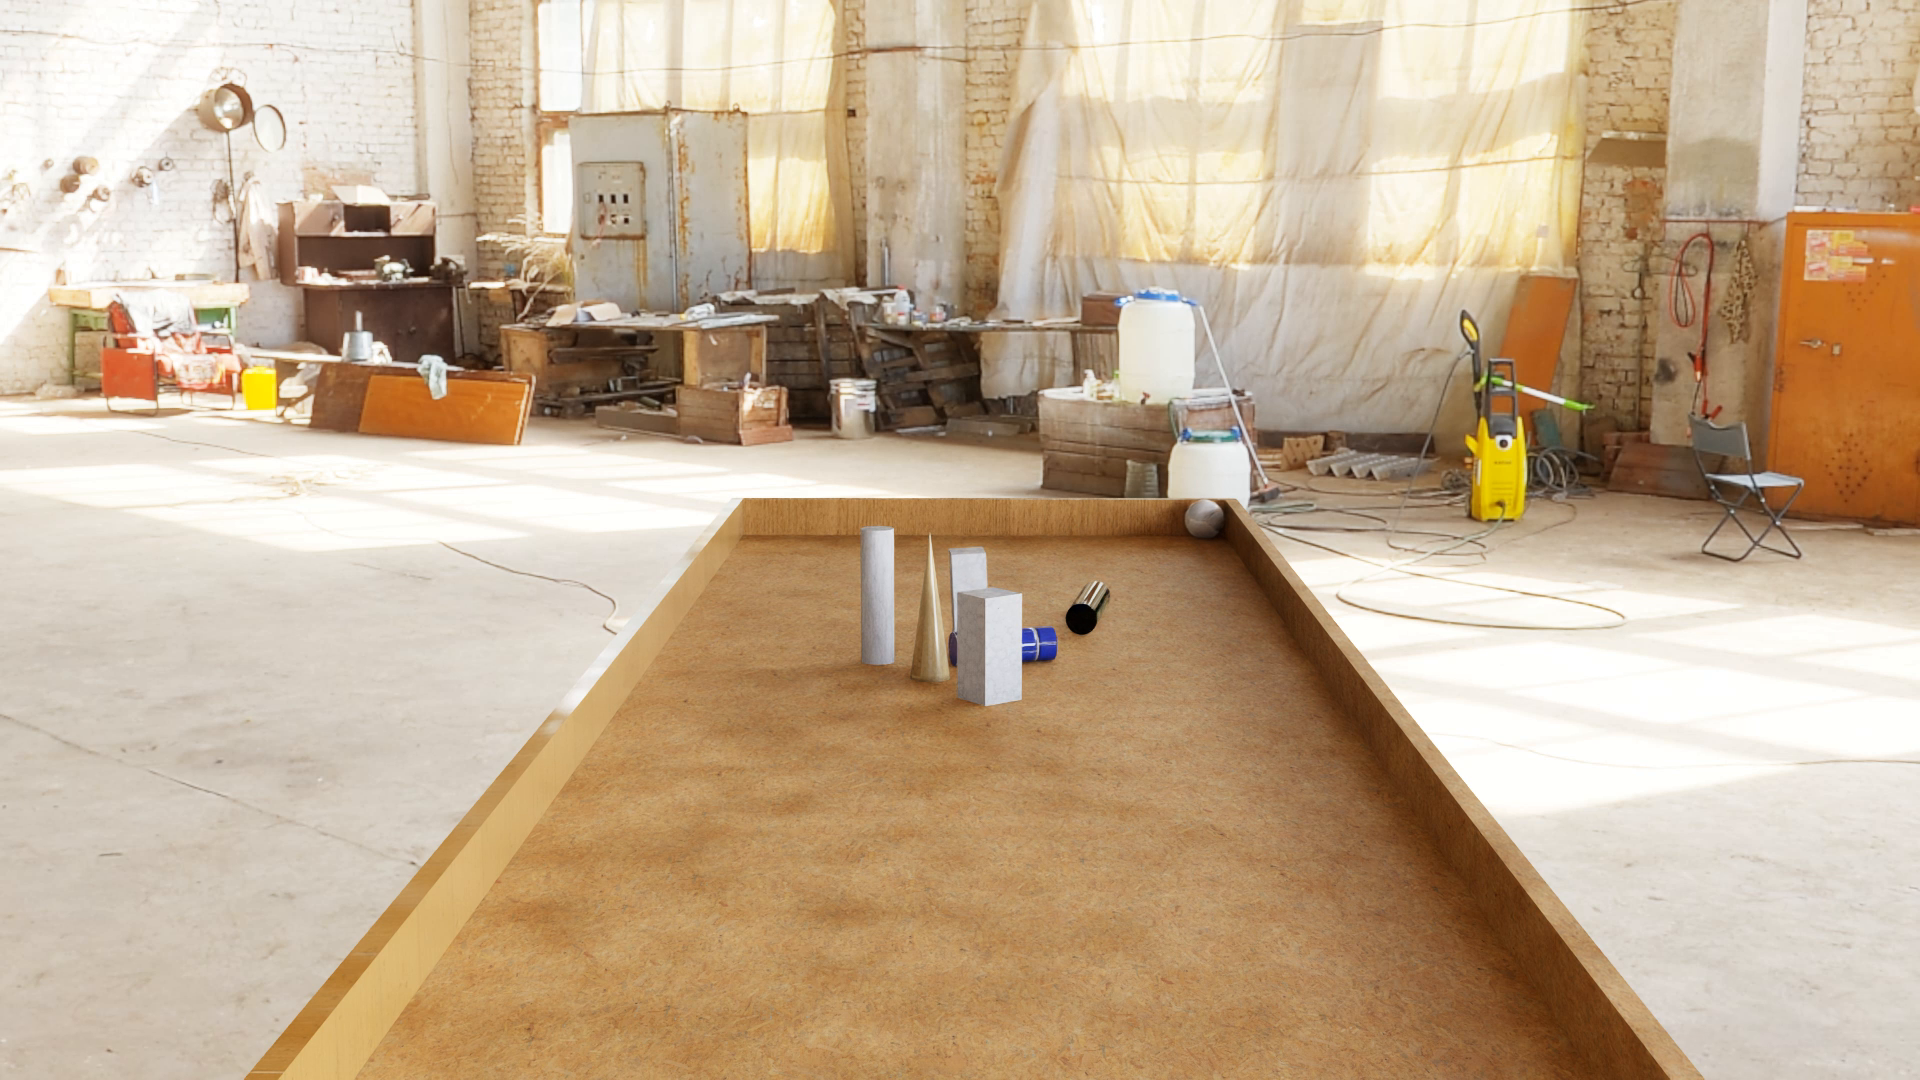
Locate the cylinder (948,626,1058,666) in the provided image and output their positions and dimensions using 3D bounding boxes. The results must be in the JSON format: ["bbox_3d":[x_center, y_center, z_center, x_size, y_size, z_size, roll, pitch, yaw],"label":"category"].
[{"bbox_3d":[0.130,0.321,6.653,0.313,0.103,0.103,-3,9,-16],"label":"cylinder"}]

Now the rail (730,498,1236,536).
[{"bbox_3d":[0.099,-0.098,9.147,2.100,0.150,0.050,0,9,1],"label":"rail"}]

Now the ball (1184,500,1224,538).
[{"bbox_3d":[1.005,-0.085,9.030,0.162,0.162,0.162,0,9,0],"label":"ball"}]

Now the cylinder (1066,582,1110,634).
[{"bbox_3d":[0.426,0.223,7.276,0.103,0.103,0.412,2,9,10],"label":"cylinder"}]

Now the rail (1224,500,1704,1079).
[{"bbox_3d":[1.046,0.843,3.208,0.050,0.150,12.000,0,9,1],"label":"rail"}]

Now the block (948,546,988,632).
[{"bbox_3d":[0.029,0.193,6.720,0.104,0.327,0.104,-3,11,-5],"label":"block"}]

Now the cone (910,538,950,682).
[{"bbox_3d":[-0.087,0.191,6.423,0.118,0.433,0.118,0,9,0],"label":"cone"}]

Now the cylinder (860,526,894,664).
[{"bbox_3d":[-0.249,0.167,6.652,0.101,0.408,0.101,0,9,0],"label":"cylinder"}]

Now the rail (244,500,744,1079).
[{"bbox_3d":[-1.004,0.839,3.234,0.050,0.150,12.000,0,9,1],"label":"rail"}]

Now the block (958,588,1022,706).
[{"bbox_3d":[0.083,0.297,6.167,0.129,0.303,0.129,-7,11,-37],"label":"block"}]
